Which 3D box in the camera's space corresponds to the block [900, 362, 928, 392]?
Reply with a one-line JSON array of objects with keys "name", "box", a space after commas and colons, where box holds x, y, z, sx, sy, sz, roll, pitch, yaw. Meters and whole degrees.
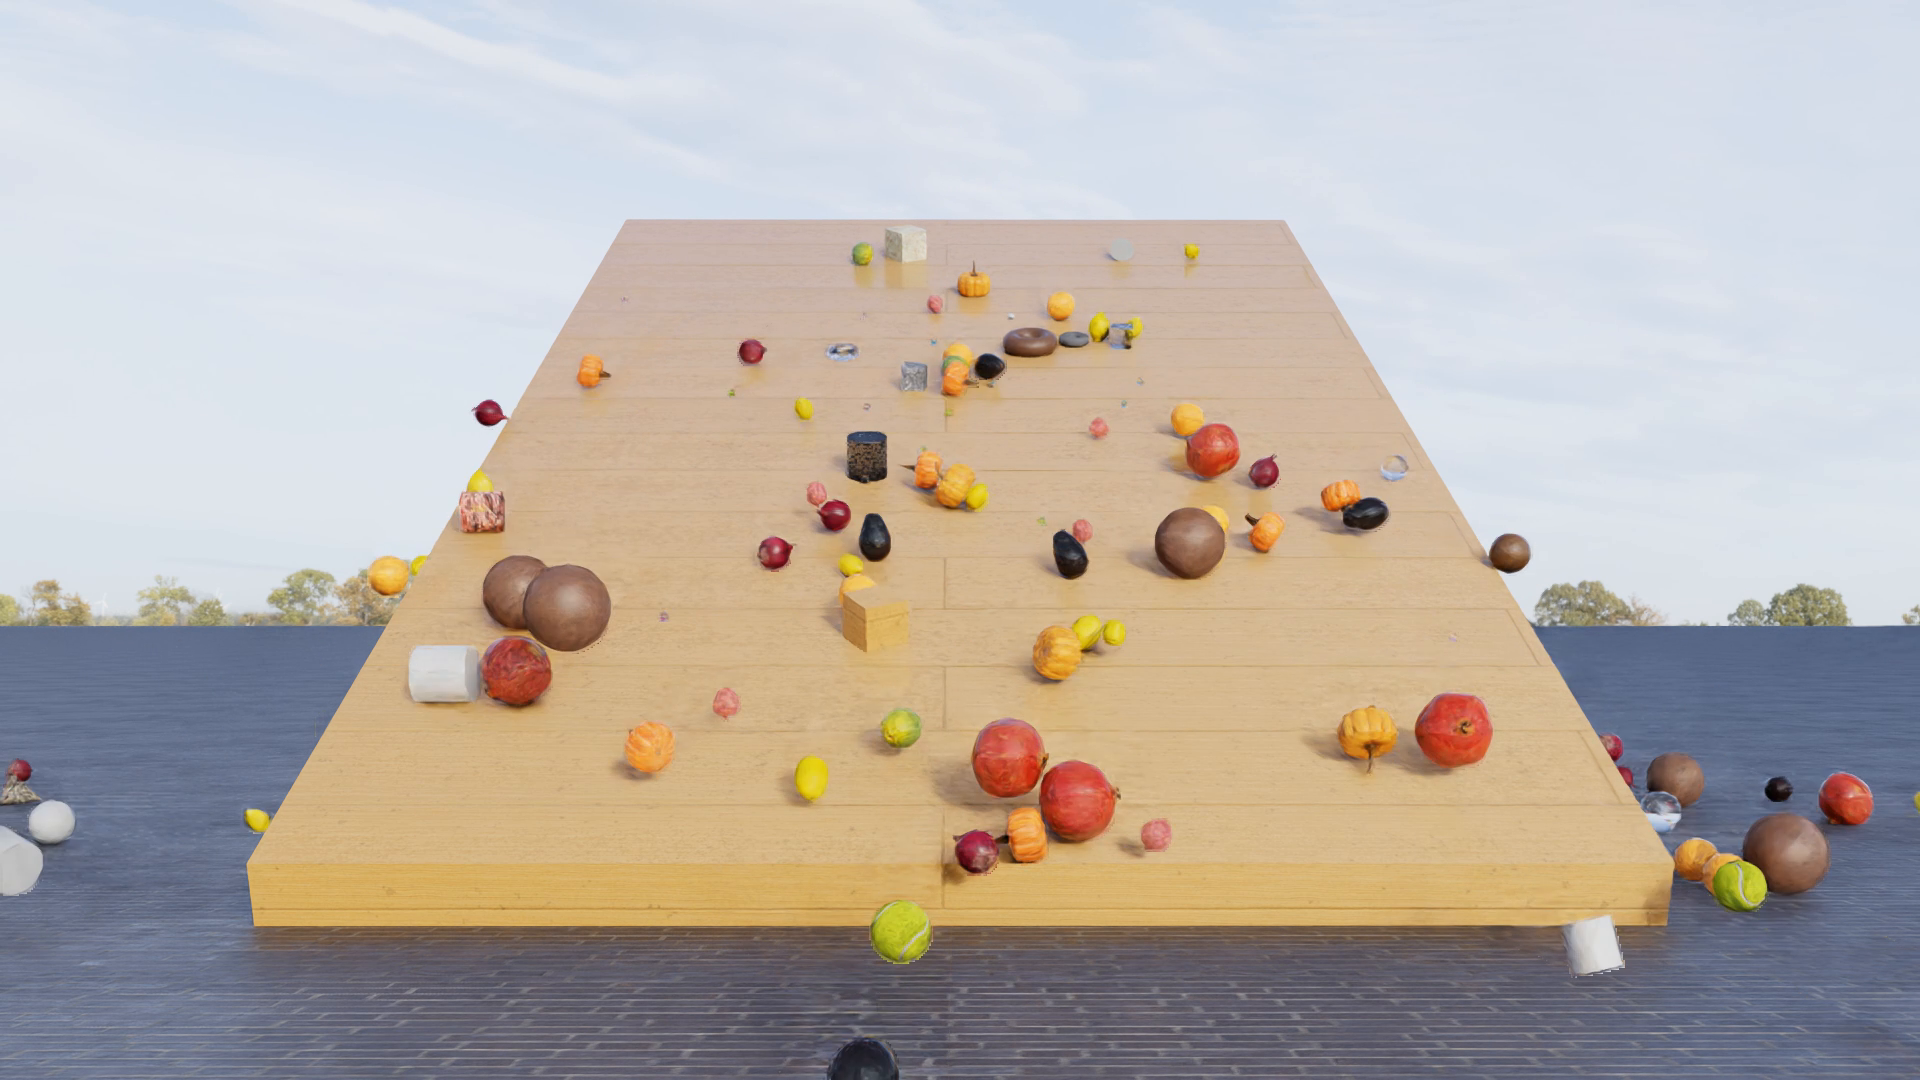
[{"name": "block", "box": [-0.106, -0.379, 5.294, 0.054, 0.054, 0.054, 3, 21, 8]}]

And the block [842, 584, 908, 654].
[{"name": "block", "box": [-0.144, 0.135, 3.910, 0.082, 0.082, 0.082, -12, 24, -28]}]

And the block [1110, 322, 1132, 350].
[{"name": "block", "box": [0.398, -0.503, 5.624, 0.052, 0.052, 0.052, 3, 21, 6]}]

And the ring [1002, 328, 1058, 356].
[{"name": "ring", "box": [0.171, -0.485, 5.585, 0.137, 0.046, 0.137, -1, 22, 0]}]

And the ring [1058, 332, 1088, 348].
[{"name": "ring", "box": [0.281, -0.497, 5.645, 0.077, 0.026, 0.077, 0, 20, 0]}]

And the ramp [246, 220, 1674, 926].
[{"name": "ramp", "box": [-0.006, -0.214, 5.079, 2.000, 0.100, 4.000, 0, 21, 0]}]

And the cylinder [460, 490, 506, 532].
[{"name": "cylinder", "box": [-0.923, -0.055, 4.409, 0.077, 0.077, 0.077, -2, -2, -5]}]

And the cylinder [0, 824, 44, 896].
[{"name": "cylinder", "box": [-1.506, 0.501, 3.584, 0.087, 0.087, 0.087, 19, 9, 33]}]

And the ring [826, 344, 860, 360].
[{"name": "ring", "box": [-0.284, -0.456, 5.532, 0.083, 0.028, 0.083, 0, 20, 0]}]

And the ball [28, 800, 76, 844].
[{"name": "ball", "box": [-1.750, 0.544, 4.394, 0.085, 0.085, 0.085, 0, -2, 0]}]

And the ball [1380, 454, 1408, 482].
[{"name": "ball", "box": [0.894, -0.148, 4.693, 0.056, 0.056, 0.056, 0, -2, 0]}]

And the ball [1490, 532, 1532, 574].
[{"name": "ball", "box": [1.024, 0.024, 4.242, 0.075, 0.075, 0.075, 0, -2, 0]}]

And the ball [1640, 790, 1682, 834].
[{"name": "ball", "box": [1.255, 0.488, 4.088, 0.075, 0.075, 0.075, 0, -2, 0]}]

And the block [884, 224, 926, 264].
[{"name": "block", "box": [-0.154, -0.839, 6.456, 0.084, 0.084, 0.084, -15, 26, -34]}]

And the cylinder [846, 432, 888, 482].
[{"name": "cylinder", "box": [-0.192, -0.173, 4.714, 0.083, 0.083, 0.083, 0, 21, 0]}]

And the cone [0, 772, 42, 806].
[{"name": "cone", "box": [-2.174, 0.591, 5.295, 0.085, 0.085, 0.085, 20, -8, -18]}]

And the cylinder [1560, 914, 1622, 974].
[{"name": "cylinder", "box": [0.762, 0.489, 2.754, 0.060, 0.060, 0.060, -12, -9, -2]}]
